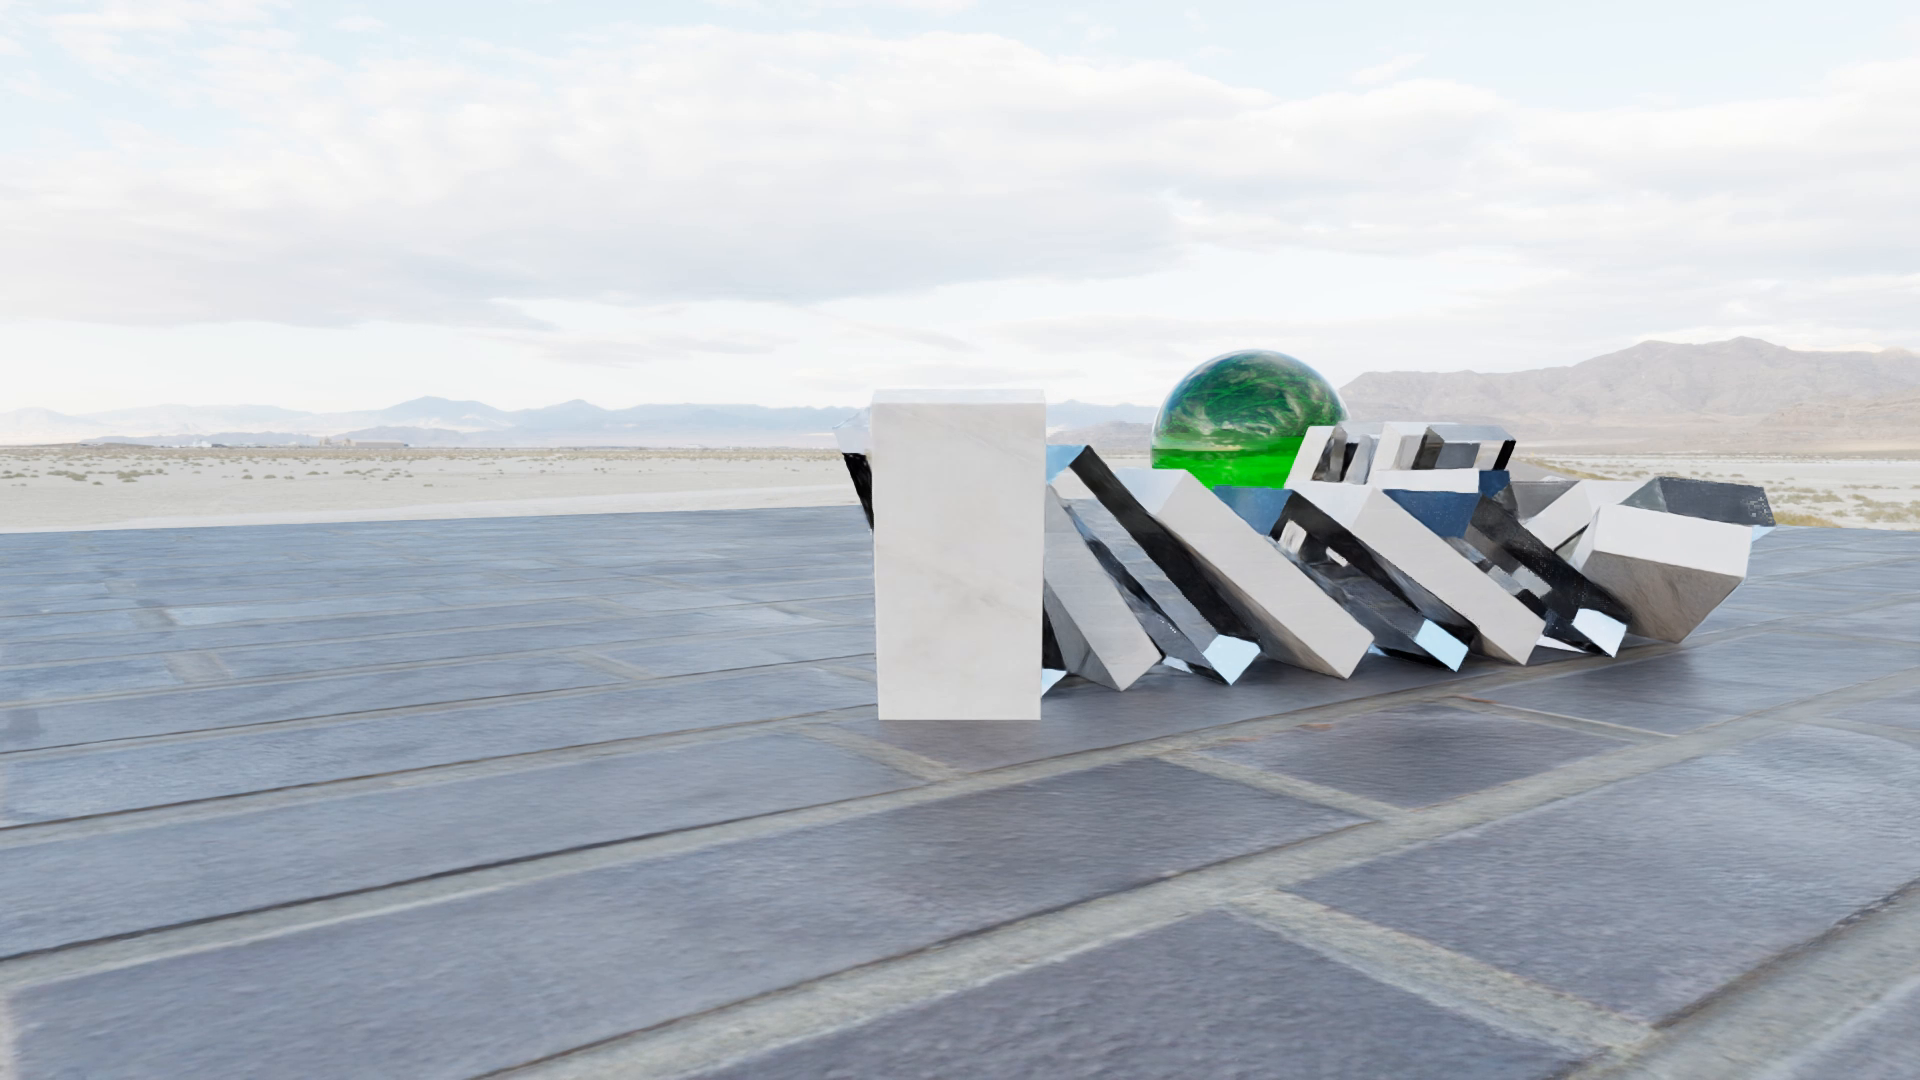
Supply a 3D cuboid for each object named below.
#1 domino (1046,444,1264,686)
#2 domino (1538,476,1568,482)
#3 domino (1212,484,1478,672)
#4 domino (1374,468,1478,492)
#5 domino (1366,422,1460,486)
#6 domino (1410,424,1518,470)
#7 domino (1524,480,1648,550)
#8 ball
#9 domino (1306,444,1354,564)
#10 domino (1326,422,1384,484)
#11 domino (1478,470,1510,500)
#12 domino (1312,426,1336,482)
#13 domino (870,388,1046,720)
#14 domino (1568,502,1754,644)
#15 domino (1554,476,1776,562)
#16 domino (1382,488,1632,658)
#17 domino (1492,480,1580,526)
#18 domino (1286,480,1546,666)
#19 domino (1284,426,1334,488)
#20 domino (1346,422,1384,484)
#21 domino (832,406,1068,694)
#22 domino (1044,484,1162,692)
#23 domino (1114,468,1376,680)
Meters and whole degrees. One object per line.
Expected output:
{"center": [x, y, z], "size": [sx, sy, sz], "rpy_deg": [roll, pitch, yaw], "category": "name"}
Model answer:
{"center": [0.030, 0.004, 0.231], "size": [0.010, 0.050, 0.025], "rpy_deg": [-47, 17, -11], "category": "domino"}
{"center": [0.163, -0.002, 0.375], "size": [0.025, 0.010, 0.050], "rpy_deg": [10, -24, -20], "category": "domino"}
{"center": [0.071, 0.007, 0.243], "size": [0.050, 0.010, 0.025], "rpy_deg": [33, -8, -21], "category": "domino"}
{"center": [0.126, -0.001, 0.345], "size": [0.025, 0.009, 0.050], "rpy_deg": [-1, -30, 22], "category": "domino"}
{"center": [0.141, -0.012, 0.404], "size": [0.025, 0.050, 0.009], "rpy_deg": [-1, 30, -16], "category": "domino"}
{"center": [0.148, -0.011, 0.394], "size": [0.025, 0.050, 0.009], "rpy_deg": [-1, 34, -16], "category": "domino"}
{"center": [0.144, 0.002, 0.303], "size": [0.025, 0.009, 0.050], "rpy_deg": [1, -27, -12], "category": "domino"}
{"center": [0.116, -0.036, 0.511], "size": [0.080, 0.080, 0.080], "rpy_deg": [0, 4, 0], "category": "ball"}
{"center": [0.143, -0.016, 0.452], "size": [0.025, 0.050, 0.009], "rpy_deg": [-3, 32, -34], "category": "domino"}
{"center": [0.132, -0.013, 0.416], "size": [0.025, 0.050, 0.009], "rpy_deg": [0, 29, -5], "category": "domino"}
{"center": [0.139, -0.002, 0.360], "size": [0.025, 0.010, 0.050], "rpy_deg": [2, -29, 21], "category": "domino"}
{"center": [0.137, -0.016, 0.461], "size": [0.025, 0.050, 0.010], "rpy_deg": [-3, 32, -34], "category": "domino"}
{"center": [0.000, 0.003, 0.194], "size": [0.025, 0.050, 0.009], "rpy_deg": [0, 19, 1], "category": "domino"}
{"center": [0.136, 0.008, 0.256], "size": [0.025, 0.009, 0.050], "rpy_deg": [12, -14, 20], "category": "domino"}
{"center": [0.149, 0.003, 0.283], "size": [0.025, 0.010, 0.050], "rpy_deg": [5, -28, -11], "category": "domino"}
{"center": [0.108, 0.007, 0.257], "size": [0.050, 0.009, 0.025], "rpy_deg": [32, -10, -25], "category": "domino"}
{"center": [0.138, 0.002, 0.322], "size": [0.025, 0.010, 0.050], "rpy_deg": [-1, -26, -9], "category": "domino"}
{"center": [0.087, 0.006, 0.249], "size": [0.050, 0.009, 0.025], "rpy_deg": [33, -7, -21], "category": "domino"}
{"center": [0.130, -0.017, 0.469], "size": [0.025, 0.050, 0.010], "rpy_deg": [-3, 32, -34], "category": "domino"}
{"center": [0.142, -0.014, 0.427], "size": [0.025, 0.050, 0.010], "rpy_deg": [0, 29, -5], "category": "domino"}
{"center": [-0.001, 0.002, 0.213], "size": [0.025, 0.050, 0.009], "rpy_deg": [5, 32, 46], "category": "domino"}
{"center": [0.013, 0.003, 0.226], "size": [0.009, 0.050, 0.025], "rpy_deg": [-39, 16, -14], "category": "domino"}
{"center": [0.050, 0.006, 0.236], "size": [0.050, 0.009, 0.025], "rpy_deg": [39, -9, -19], "category": "domino"}
